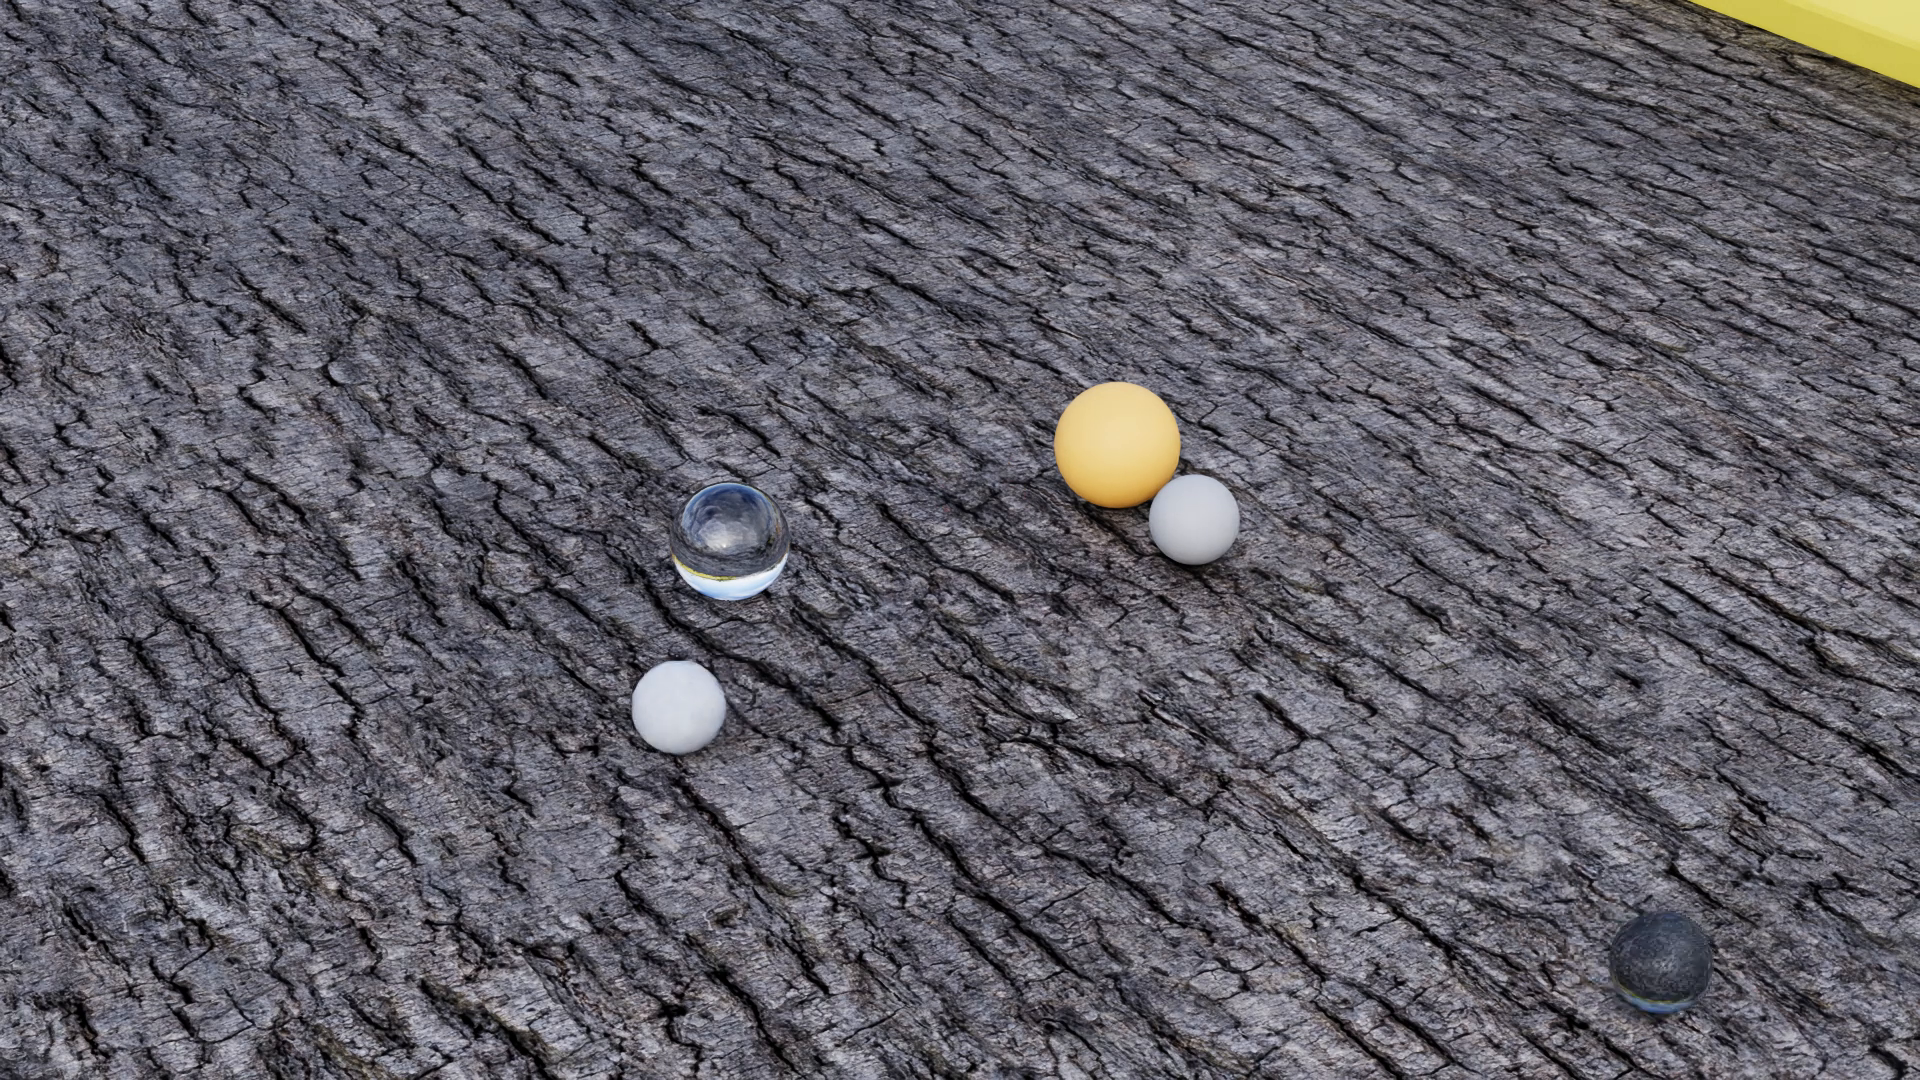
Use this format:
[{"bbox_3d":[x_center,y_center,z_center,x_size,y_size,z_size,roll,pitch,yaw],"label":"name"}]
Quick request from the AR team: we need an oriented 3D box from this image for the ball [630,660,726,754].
[{"bbox_3d":[-0.163,0.097,1.704,0.055,0.055,0.055,0,28,0],"label":"ball"}]

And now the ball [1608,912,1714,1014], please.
[{"bbox_3d":[0.355,0.214,1.490,0.052,0.052,0.052,0,28,0],"label":"ball"}]

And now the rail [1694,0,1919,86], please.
[{"bbox_3d":[0.463,-0.772,3.246,0.045,0.110,4.398,-16,32,-27],"label":"rail"}]

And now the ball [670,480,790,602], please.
[{"bbox_3d":[-0.145,0.001,1.859,0.076,0.076,0.076,0,28,0],"label":"ball"}]

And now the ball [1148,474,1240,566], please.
[{"bbox_3d":[0.152,-0.013,1.902,0.059,0.059,0.059,0,28,0],"label":"ball"}]

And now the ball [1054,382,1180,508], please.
[{"bbox_3d":[0.105,-0.063,1.968,0.085,0.085,0.085,0,28,0],"label":"ball"}]
